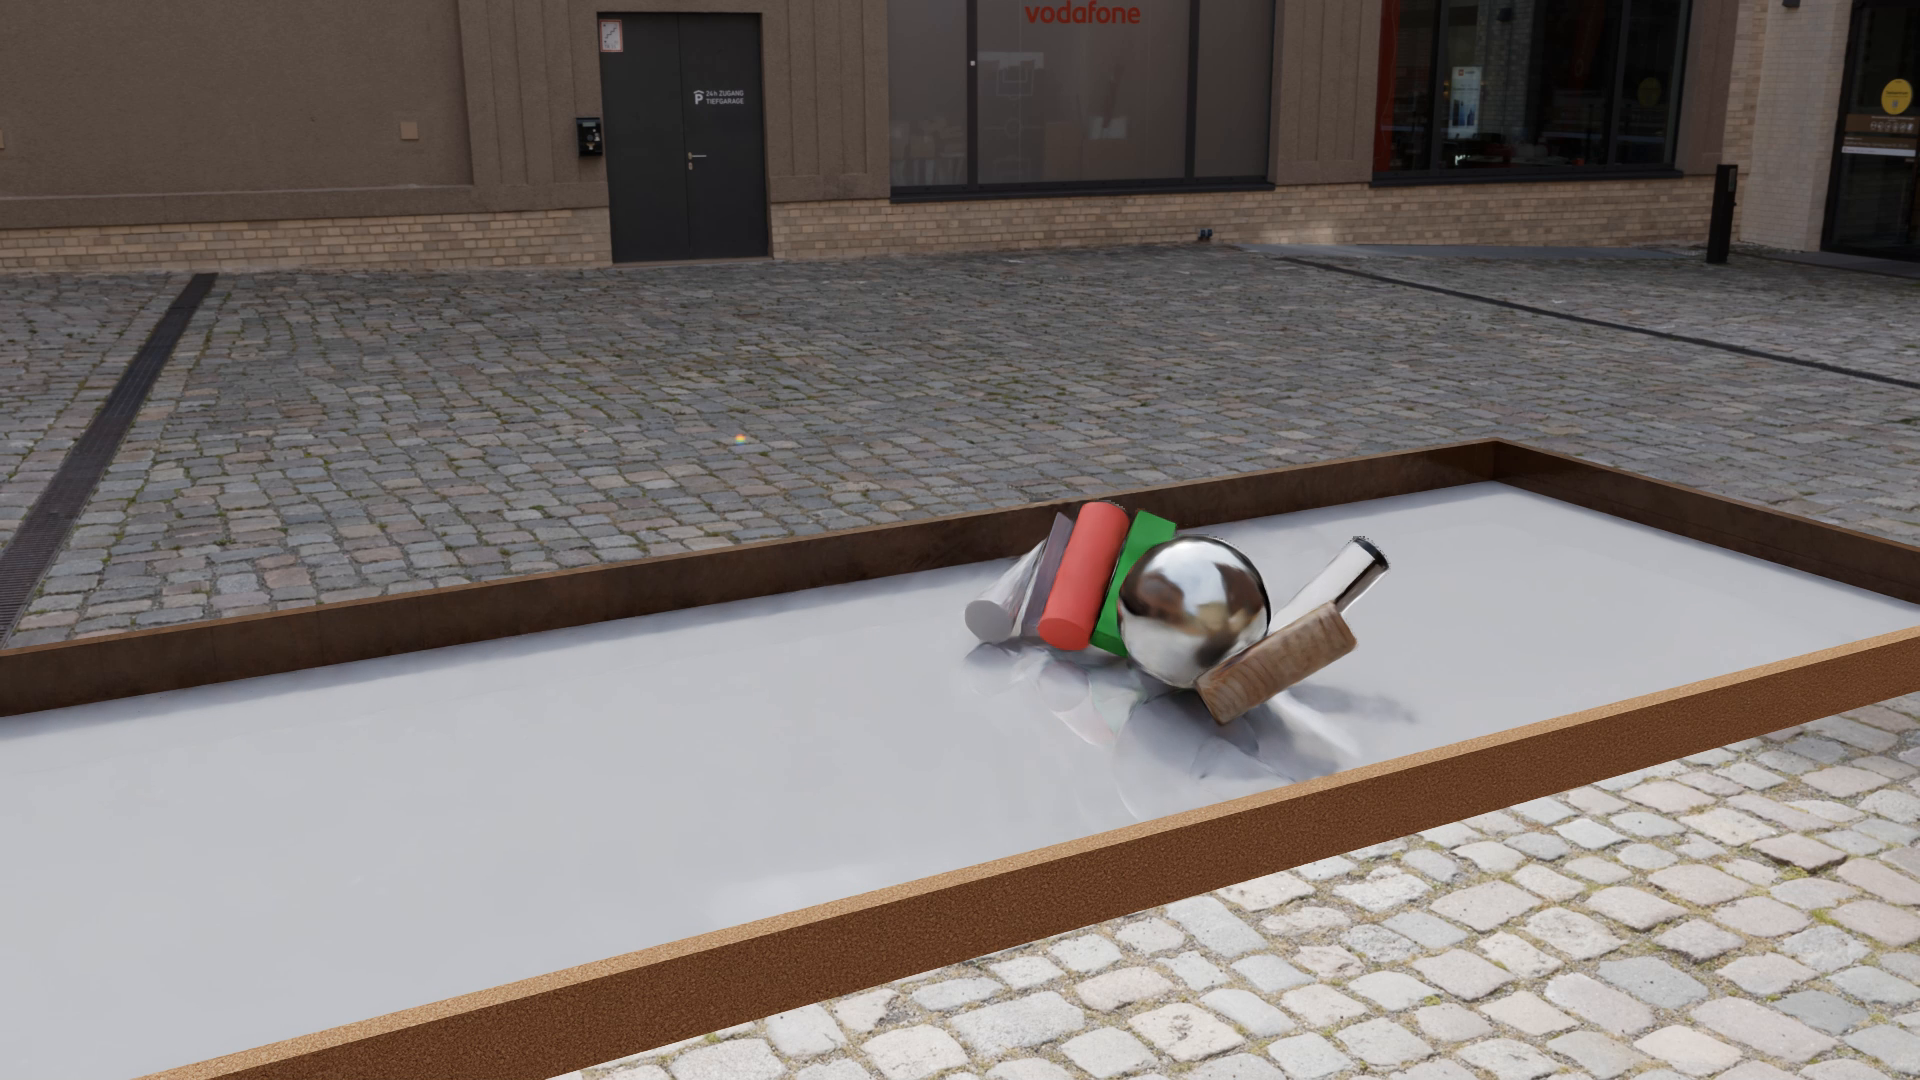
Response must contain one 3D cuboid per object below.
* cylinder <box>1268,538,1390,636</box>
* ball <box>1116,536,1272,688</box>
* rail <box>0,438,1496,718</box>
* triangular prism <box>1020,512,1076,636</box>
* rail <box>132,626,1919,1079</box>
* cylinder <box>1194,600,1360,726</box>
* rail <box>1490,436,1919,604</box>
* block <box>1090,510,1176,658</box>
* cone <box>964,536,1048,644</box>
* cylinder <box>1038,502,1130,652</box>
[{"bbox_3d":[0.898,0.173,4.171,0.412,0.115,0.115,-42,27,-8],"label":"cylinder"},{"bbox_3d":[0.571,0.177,4.036,0.374,0.374,0.374,0,16,0],"label":"ball"},{"bbox_3d":[-3.305,0.497,3.399,12.000,0.150,0.050,-9,18,-27],"label":"rail"},{"bbox_3d":[0.236,0.090,4.501,0.087,0.076,0.363,-4,51,33],"label":"triangular prism"},{"bbox_3d":[-2.336,1.006,1.665,12.000,0.150,0.050,-9,18,-27],"label":"rail"},{"bbox_3d":[0.726,0.284,3.792,0.365,0.125,0.125,-31,14,9],"label":"cylinder"},{"bbox_3d":[2.466,-0.048,5.253,0.050,0.150,2.100,-9,18,-27],"label":"rail"},{"bbox_3d":[0.454,0.114,4.333,0.105,0.366,0.105,21,-24,3],"label":"block"},{"bbox_3d":[0.163,0.103,4.542,0.140,0.140,0.447,7,34,23],"label":"cone"},{"bbox_3d":[0.331,0.093,4.384,0.140,0.140,0.401,7,52,21],"label":"cylinder"}]
